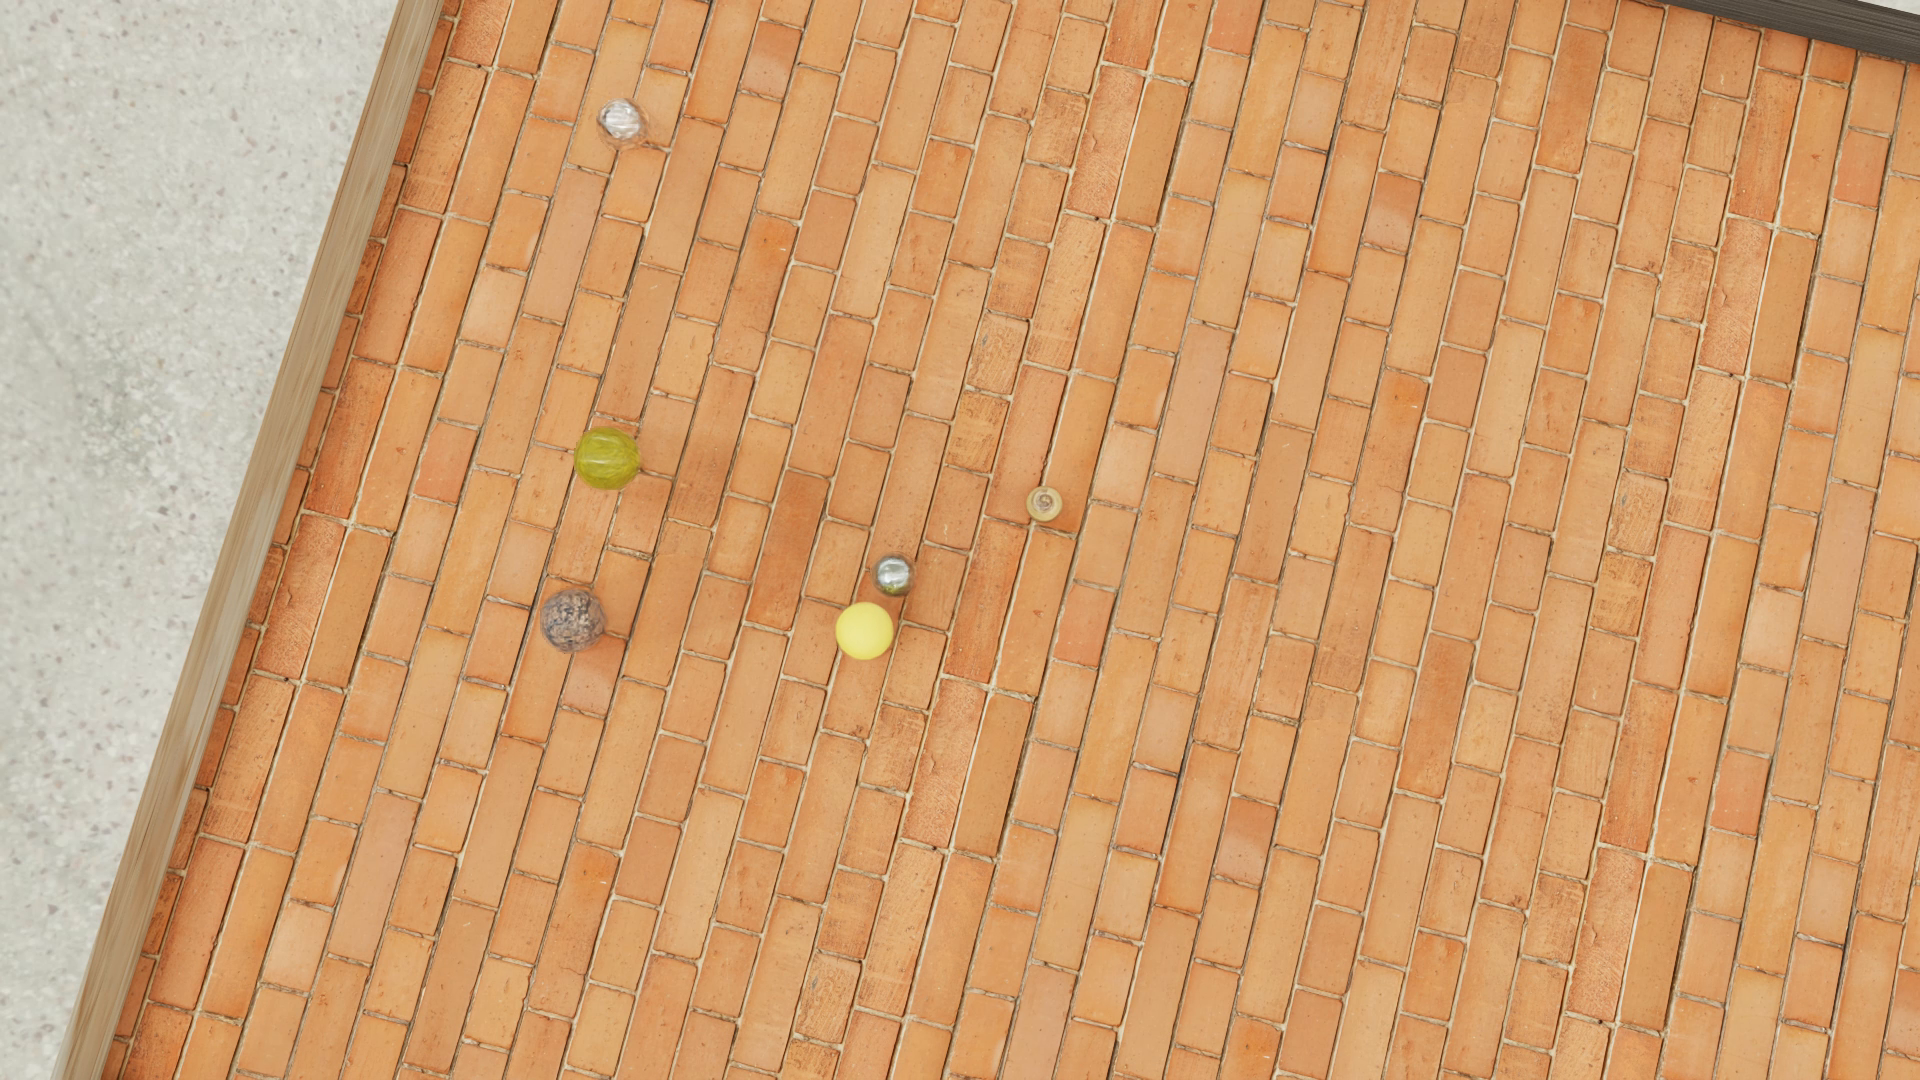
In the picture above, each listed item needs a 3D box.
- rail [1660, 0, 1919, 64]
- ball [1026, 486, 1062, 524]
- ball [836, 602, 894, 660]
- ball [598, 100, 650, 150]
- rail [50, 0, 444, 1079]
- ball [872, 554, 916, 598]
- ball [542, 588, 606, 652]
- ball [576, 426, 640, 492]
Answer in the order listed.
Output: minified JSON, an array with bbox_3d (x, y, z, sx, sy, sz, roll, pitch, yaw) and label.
[{"bbox_3d":[1.277,-0.809,3.403,4.130,0.125,0.045,14,80,3],"label":"rail"},{"bbox_3d":[0.126,-0.053,3.303,0.056,0.056,0.056,0,80,0],"label":"ball"},{"bbox_3d":[-0.141,0.134,3.254,0.085,0.085,0.085,0,80,0],"label":"ball"},{"bbox_3d":[-0.519,-0.641,3.398,0.078,0.078,0.078,0,80,0],"label":"ball"},{"bbox_3d":[-0.977,-0.253,3.303,0.045,0.125,2.269,14,80,3],"label":"rail"},{"bbox_3d":[-0.099,0.053,3.278,0.067,0.067,0.067,0,80,0],"label":"ball"},{"bbox_3d":[-0.571,0.119,3.252,0.094,0.094,0.094,0,80,0],"label":"ball"},{"bbox_3d":[-0.527,-0.121,3.295,0.096,0.096,0.096,0,80,0],"label":"ball"}]
